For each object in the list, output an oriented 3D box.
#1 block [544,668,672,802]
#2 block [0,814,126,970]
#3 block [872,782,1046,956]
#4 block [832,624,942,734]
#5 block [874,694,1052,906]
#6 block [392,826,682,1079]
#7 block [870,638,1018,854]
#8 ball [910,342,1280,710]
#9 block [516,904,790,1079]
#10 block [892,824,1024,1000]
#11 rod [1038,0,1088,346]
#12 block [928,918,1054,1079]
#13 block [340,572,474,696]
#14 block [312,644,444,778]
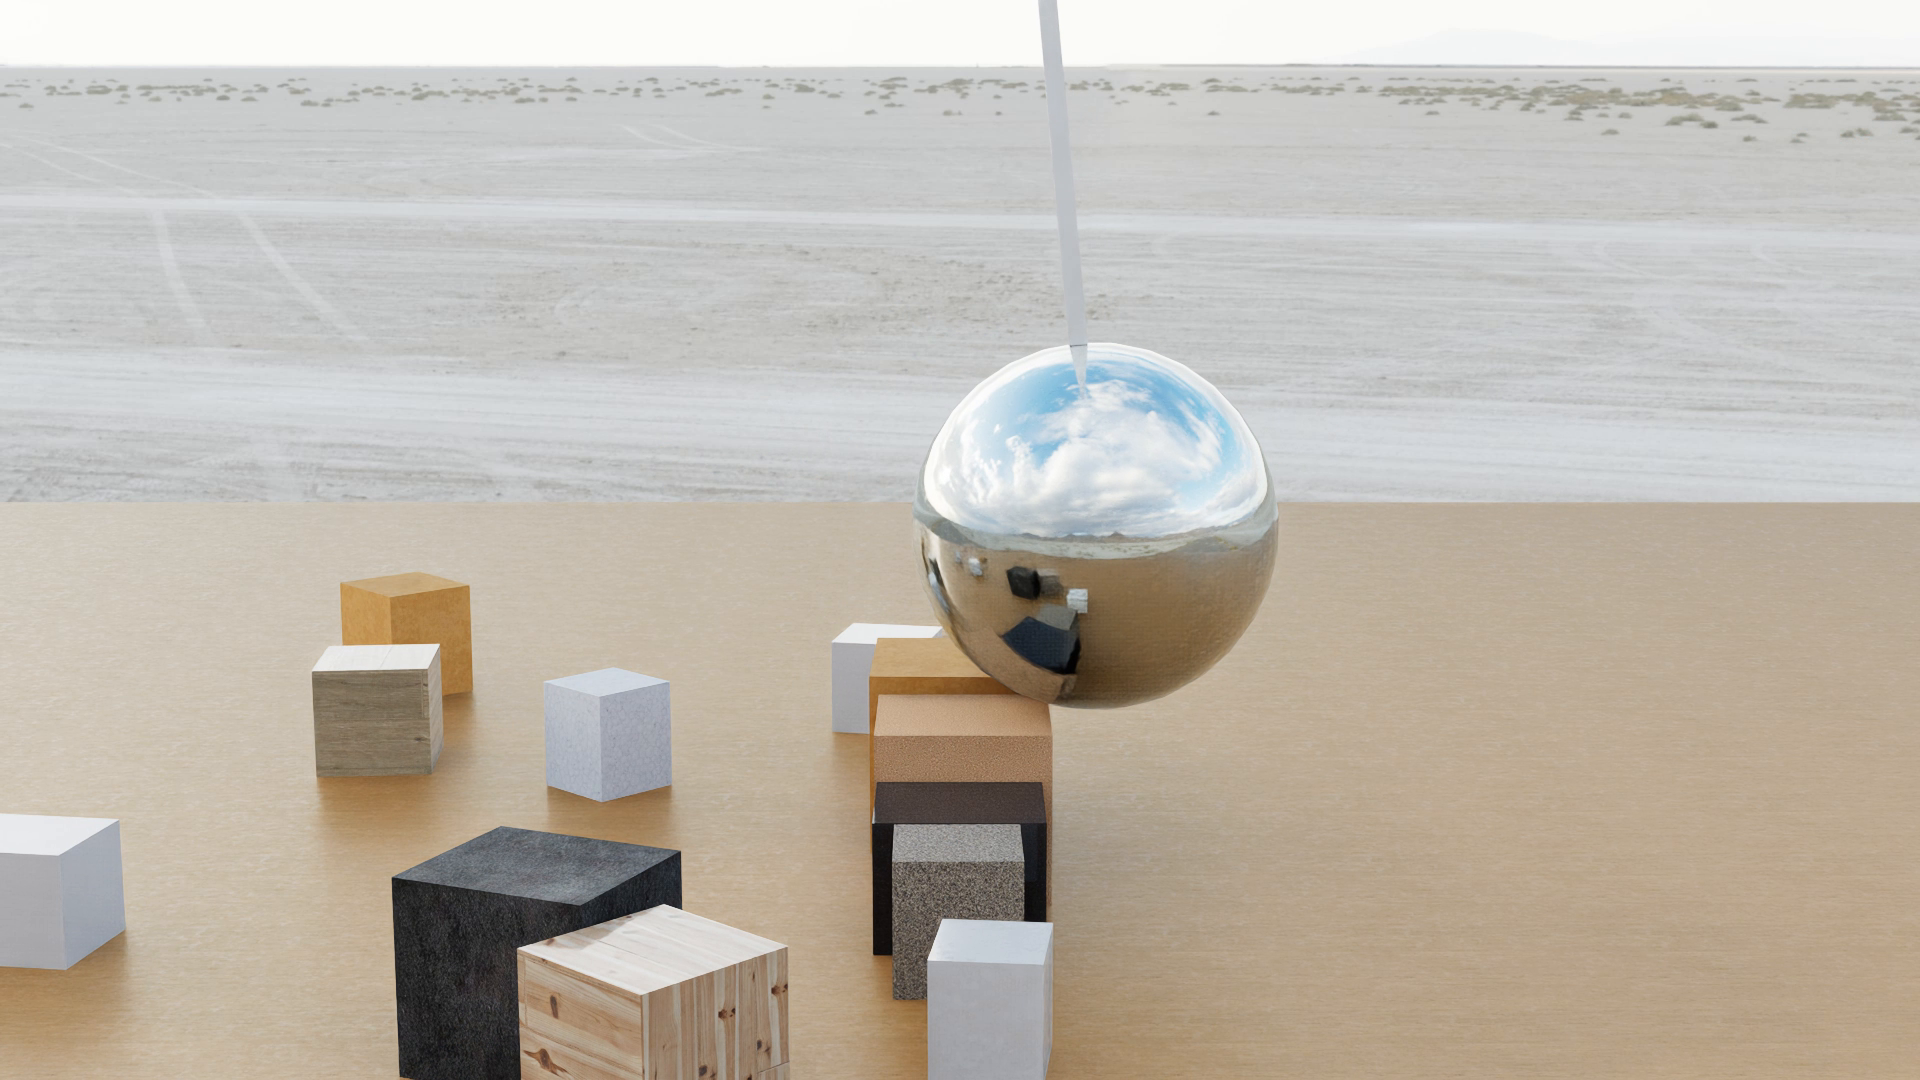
[{"bbox_3d":[-1.754,0.963,12.787,0.447,0.529,0.441,10,14,43],"label":"block"},{"bbox_3d":[-3.794,1.421,10.428,0.578,0.473,0.502,2,10,9],"label":"block"},{"bbox_3d":[-0.002,1.349,10.600,0.698,0.553,0.606,0,10,0],"label":"block"},{"bbox_3d":[-0.394,0.758,14.009,0.505,0.497,0.492,2,11,11],"label":"block"},{"bbox_3d":[0.013,1.130,11.254,0.756,0.751,0.730,0,10,0],"label":"block"},{"bbox_3d":[-1.497,1.513,9.182,0.771,0.738,0.679,5,11,23],"label":"block"},{"bbox_3d":[-0.009,0.950,12.024,0.789,0.828,0.818,0,10,1],"label":"block"},{"bbox_3d":[0.586,-0.060,11.169,1.600,1.600,1.600,0,10,0],"label":"ball"},{"bbox_3d":[-1.015,1.670,8.541,0.634,0.658,0.632,10,14,43],"label":"block"},{"bbox_3d":[-0.009,1.450,10.049,0.503,0.551,0.491,0,10,-1],"label":"block"},{"bbox_3d":[0.254,-3.389,10.564,0.080,5.200,0.080,-6,10,1],"label":"rod"},{"bbox_3d":[0.113,1.655,9.159,0.404,0.466,0.447,1,10,6],"label":"block"},{"bbox_3d":[-3.189,0.555,14.787,0.515,0.617,0.563,-9,14,-41],"label":"block"},{"bbox_3d":[-2.993,0.873,13.226,0.575,0.551,0.570,-1,10,-5],"label":"block"}]
